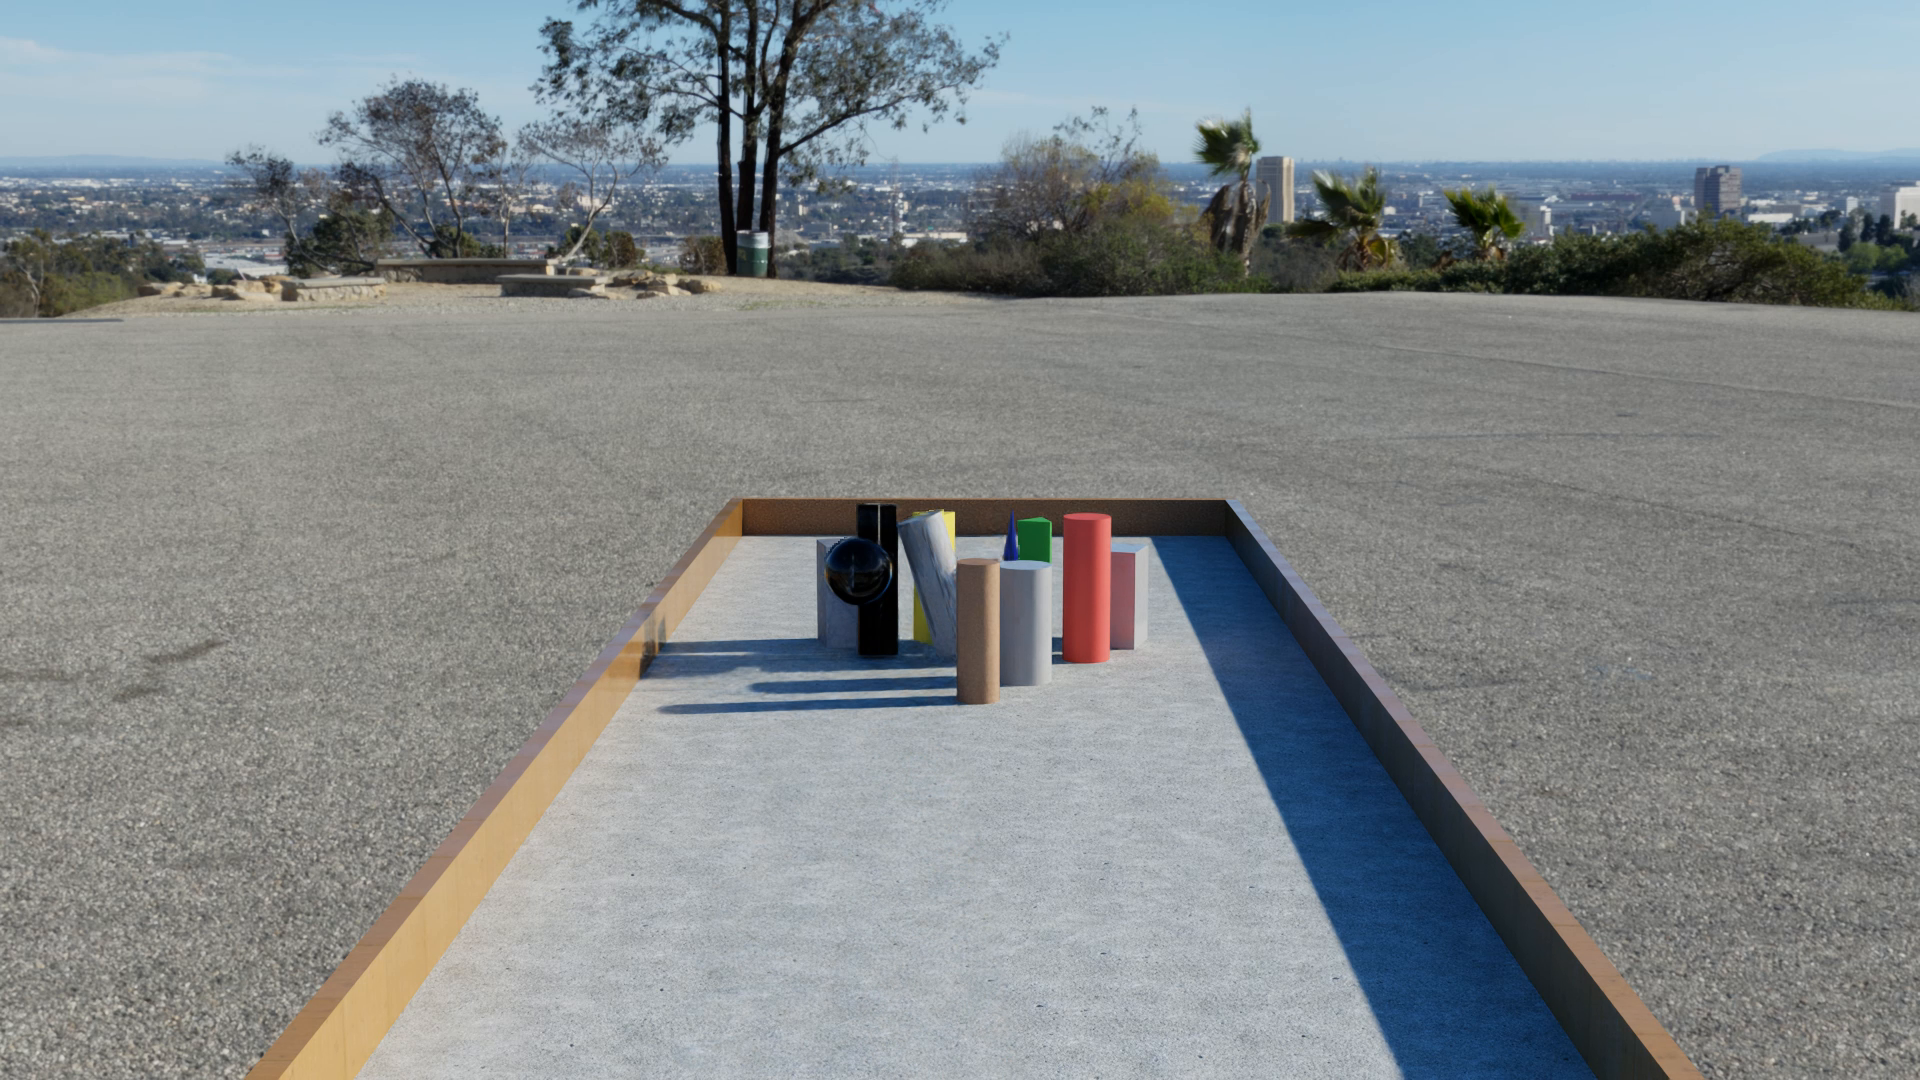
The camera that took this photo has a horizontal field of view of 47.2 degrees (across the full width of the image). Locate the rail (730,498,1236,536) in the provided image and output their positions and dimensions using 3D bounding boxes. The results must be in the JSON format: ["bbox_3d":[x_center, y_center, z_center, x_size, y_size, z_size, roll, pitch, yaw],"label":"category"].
[{"bbox_3d":[0.099,-0.098,9.147,2.100,0.150,0.050,0,9,1],"label":"rail"}]

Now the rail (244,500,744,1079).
[{"bbox_3d":[-1.004,0.839,3.234,0.050,0.150,12.000,0,9,1],"label":"rail"}]

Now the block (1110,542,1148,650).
[{"bbox_3d":[0.491,0.174,6.934,0.168,0.305,0.168,3,10,19],"label":"block"}]

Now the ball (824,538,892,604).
[{"bbox_3d":[-0.303,0.093,6.584,0.202,0.202,0.202,0,9,0],"label":"ball"}]

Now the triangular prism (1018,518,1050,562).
[{"bbox_3d":[0.244,0.130,6.926,0.108,0.395,0.094,3,9,16],"label":"triangular prism"}]

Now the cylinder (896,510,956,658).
[{"bbox_3d":[-0.063,0.135,6.725,0.143,0.425,0.143,-17,5,2],"label":"cylinder"}]

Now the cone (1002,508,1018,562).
[{"bbox_3d":[0.151,0.124,6.748,0.138,0.455,0.138,3,7,0],"label":"cone"}]

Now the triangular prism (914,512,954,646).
[{"bbox_3d":[-0.065,0.118,6.957,0.112,0.409,0.129,-6,11,-35],"label":"triangular prism"}]

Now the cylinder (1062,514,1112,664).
[{"bbox_3d":[0.385,0.146,6.690,0.144,0.439,0.144,0,9,0],"label":"cylinder"}]

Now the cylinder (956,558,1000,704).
[{"bbox_3d":[0.051,0.254,6.149,0.121,0.393,0.121,0,9,0],"label":"cylinder"}]

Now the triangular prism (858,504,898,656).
[{"bbox_3d":[-0.268,0.119,6.763,0.124,0.459,0.107,-1,2,-18],"label":"triangular prism"}]

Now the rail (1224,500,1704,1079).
[{"bbox_3d":[1.046,0.843,3.208,0.050,0.150,12.000,0,9,1],"label":"rail"}]

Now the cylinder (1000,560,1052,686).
[{"bbox_3d":[0.186,0.241,6.401,0.164,0.341,0.164,0,9,0],"label":"cylinder"}]

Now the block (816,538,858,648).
[{"bbox_3d":[-0.360,0.166,6.934,0.153,0.323,0.153,-2,9,-15],"label":"block"}]
